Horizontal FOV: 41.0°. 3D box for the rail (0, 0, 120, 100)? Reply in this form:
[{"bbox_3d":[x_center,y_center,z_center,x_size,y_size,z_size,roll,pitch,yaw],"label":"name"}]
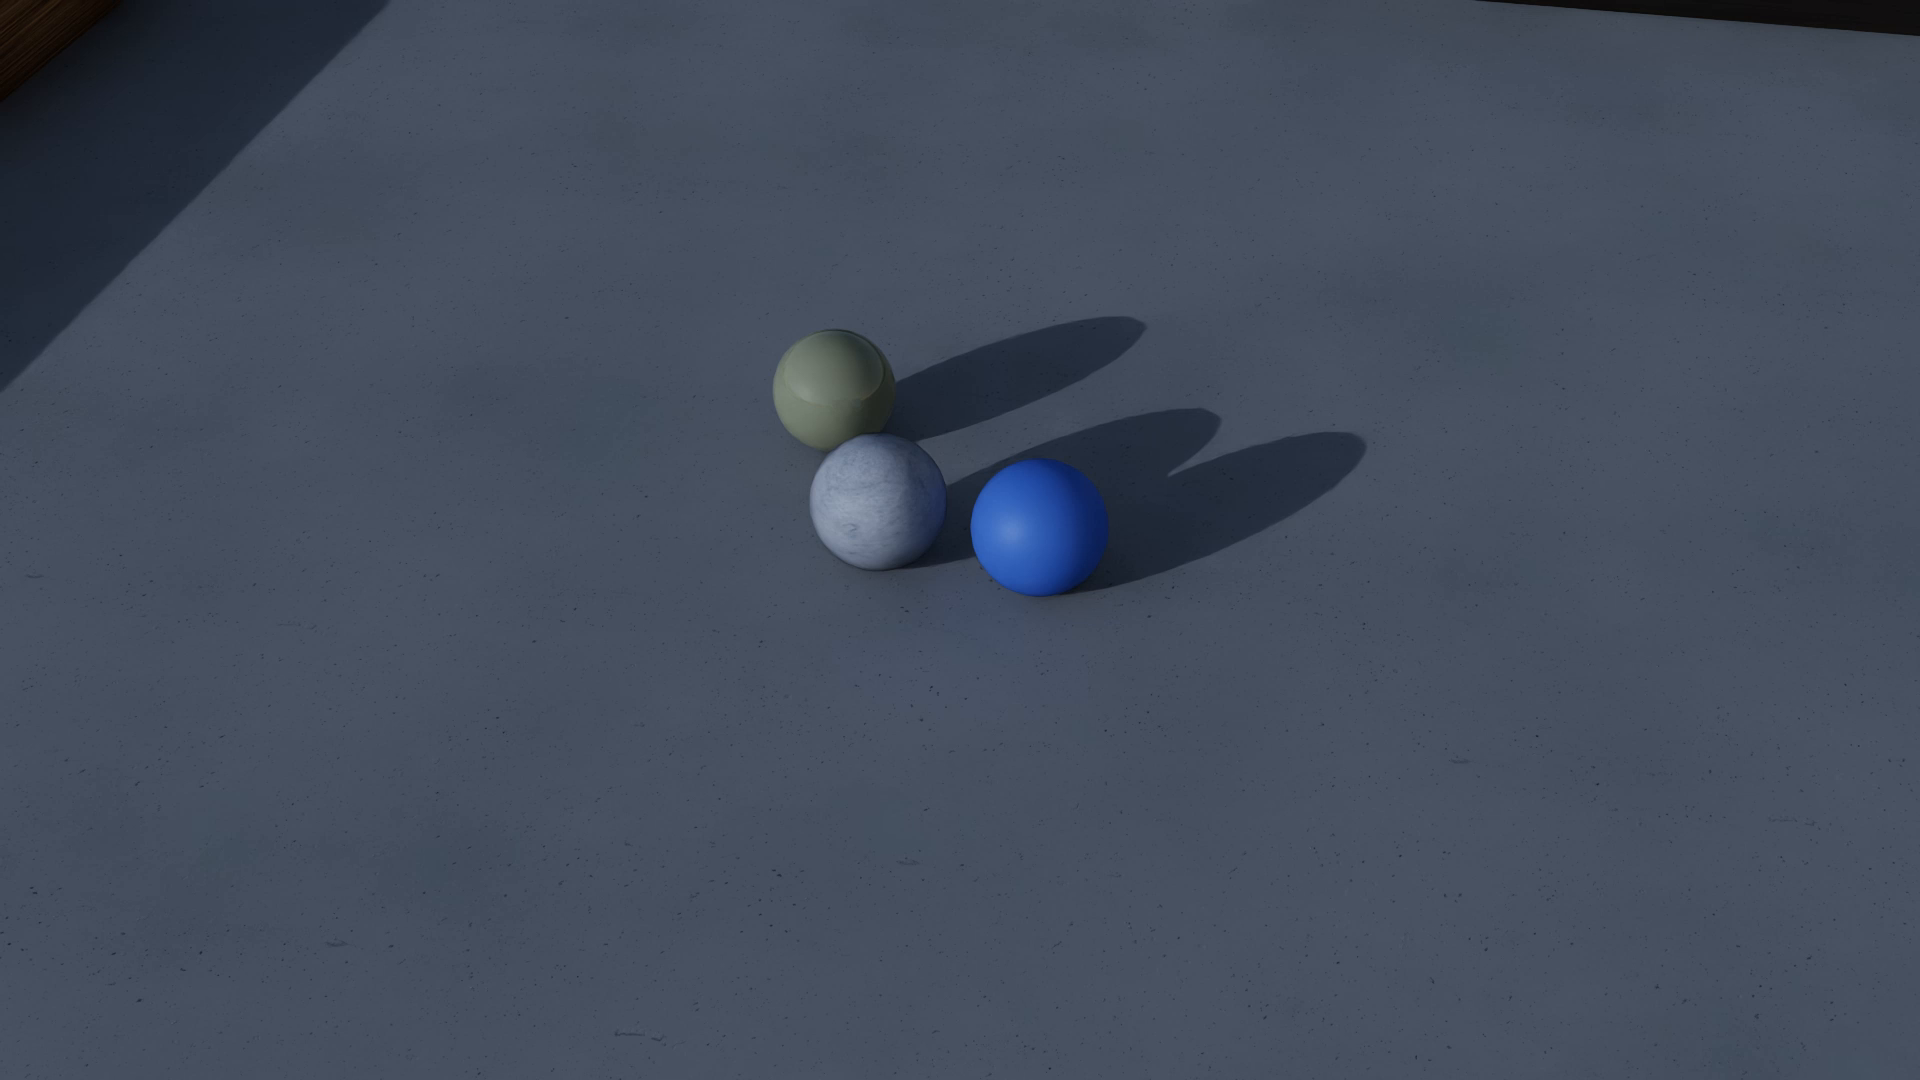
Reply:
[{"bbox_3d":[-1.026,-0.136,1.941,0.045,0.128,2.299,7,35,10],"label":"rail"}]

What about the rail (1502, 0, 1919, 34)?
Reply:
[{"bbox_3d":[1.280,-0.514,2.489,4.288,0.128,0.045,7,35,10],"label":"rail"}]

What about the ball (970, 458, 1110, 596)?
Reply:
[{"bbox_3d":[0.055,-0.009,1.785,0.097,0.097,0.097,0,35,0],"label":"ball"}]

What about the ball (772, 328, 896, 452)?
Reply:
[{"bbox_3d":[-0.095,-0.113,1.939,0.094,0.094,0.094,0,35,0],"label":"ball"}]

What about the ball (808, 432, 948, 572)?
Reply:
[{"bbox_3d":[-0.058,-0.027,1.810,0.098,0.098,0.098,0,35,0],"label":"ball"}]
